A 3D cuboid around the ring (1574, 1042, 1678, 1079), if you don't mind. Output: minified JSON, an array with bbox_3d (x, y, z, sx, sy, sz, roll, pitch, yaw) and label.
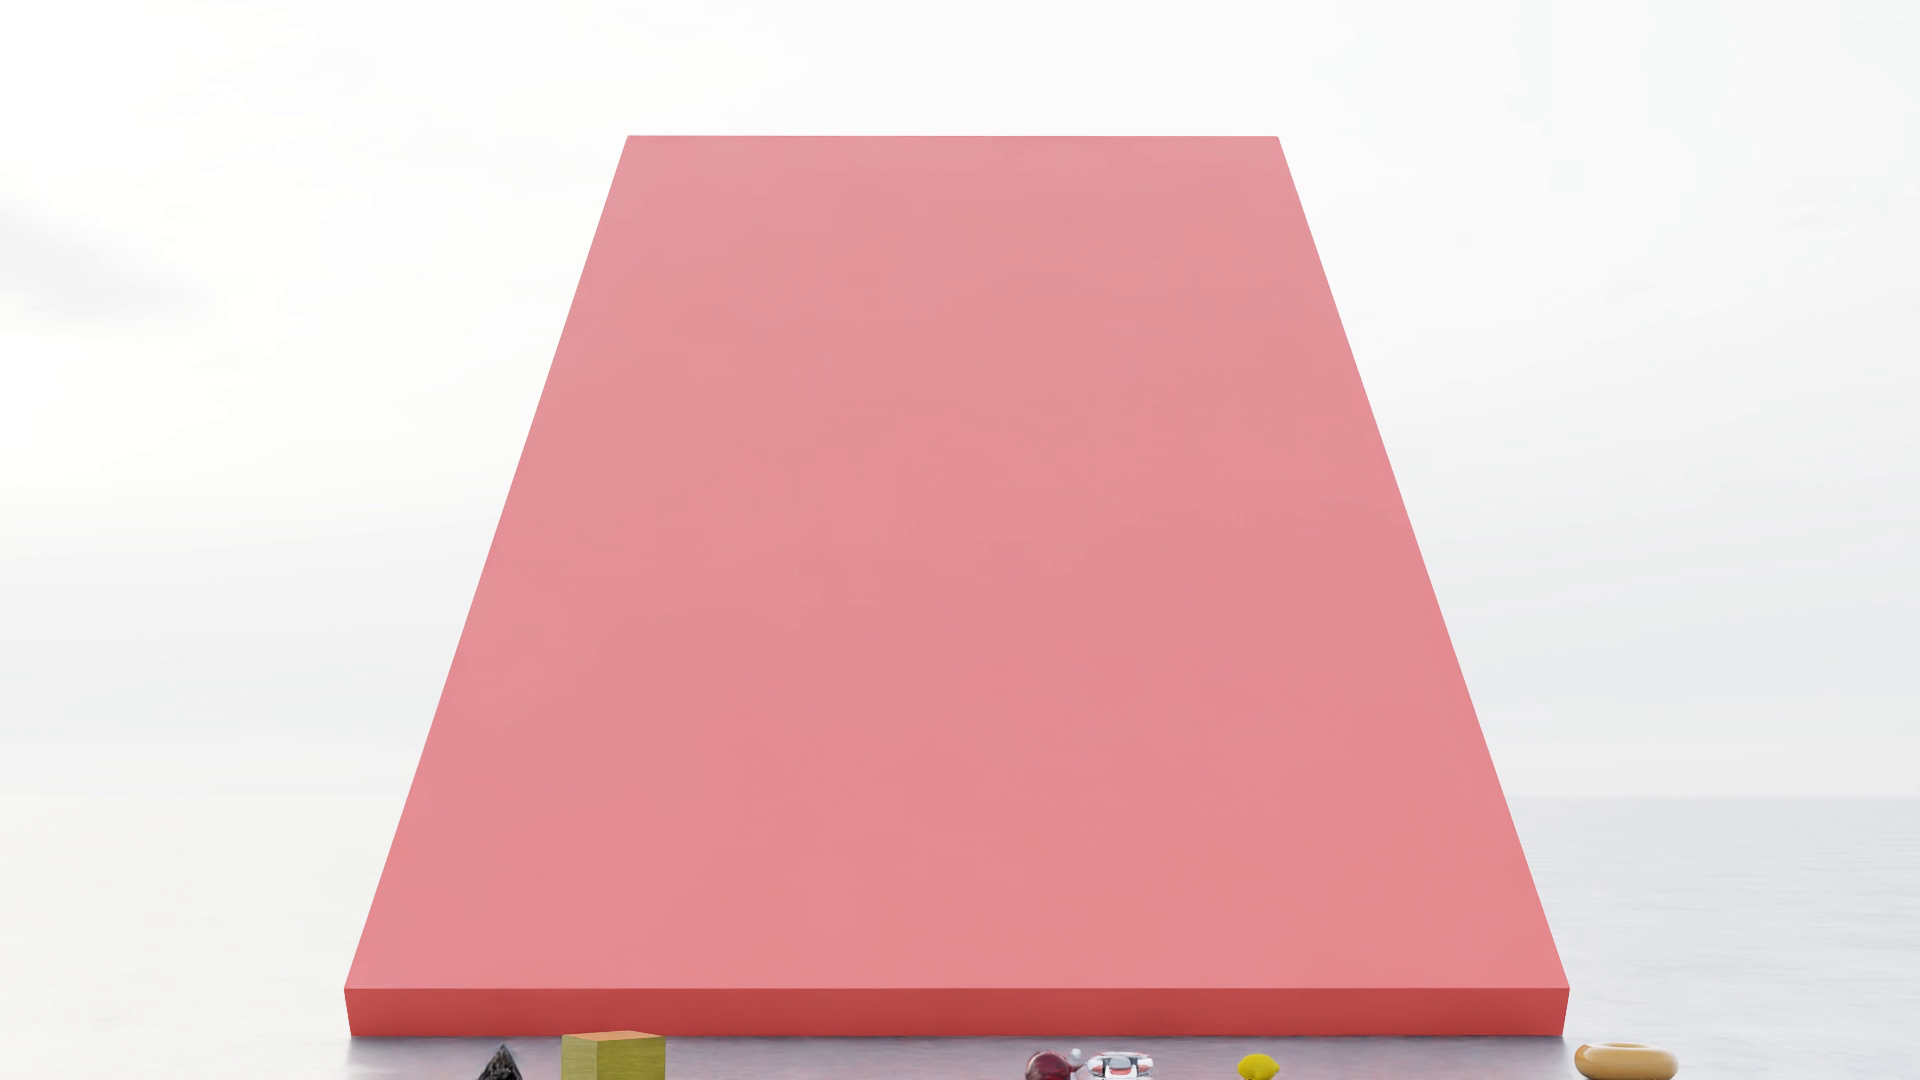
[{"bbox_3d":[0.934,0.732,3.379,0.142,0.047,0.142,1,-6,0],"label":"ring"}]

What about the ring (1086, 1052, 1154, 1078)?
[{"bbox_3d":[0.227,0.744,3.415,0.095,0.032,0.095,-1,-7,0],"label":"ring"}]

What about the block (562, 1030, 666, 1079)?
[{"bbox_3d":[-0.436,0.671,3.027,0.096,0.096,0.096,4,-7,-36],"label":"block"}]

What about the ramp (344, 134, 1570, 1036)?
[{"bbox_3d":[-0.013,-0.213,5.692,2.000,0.100,4.000,0,30,0],"label":"ramp"}]
